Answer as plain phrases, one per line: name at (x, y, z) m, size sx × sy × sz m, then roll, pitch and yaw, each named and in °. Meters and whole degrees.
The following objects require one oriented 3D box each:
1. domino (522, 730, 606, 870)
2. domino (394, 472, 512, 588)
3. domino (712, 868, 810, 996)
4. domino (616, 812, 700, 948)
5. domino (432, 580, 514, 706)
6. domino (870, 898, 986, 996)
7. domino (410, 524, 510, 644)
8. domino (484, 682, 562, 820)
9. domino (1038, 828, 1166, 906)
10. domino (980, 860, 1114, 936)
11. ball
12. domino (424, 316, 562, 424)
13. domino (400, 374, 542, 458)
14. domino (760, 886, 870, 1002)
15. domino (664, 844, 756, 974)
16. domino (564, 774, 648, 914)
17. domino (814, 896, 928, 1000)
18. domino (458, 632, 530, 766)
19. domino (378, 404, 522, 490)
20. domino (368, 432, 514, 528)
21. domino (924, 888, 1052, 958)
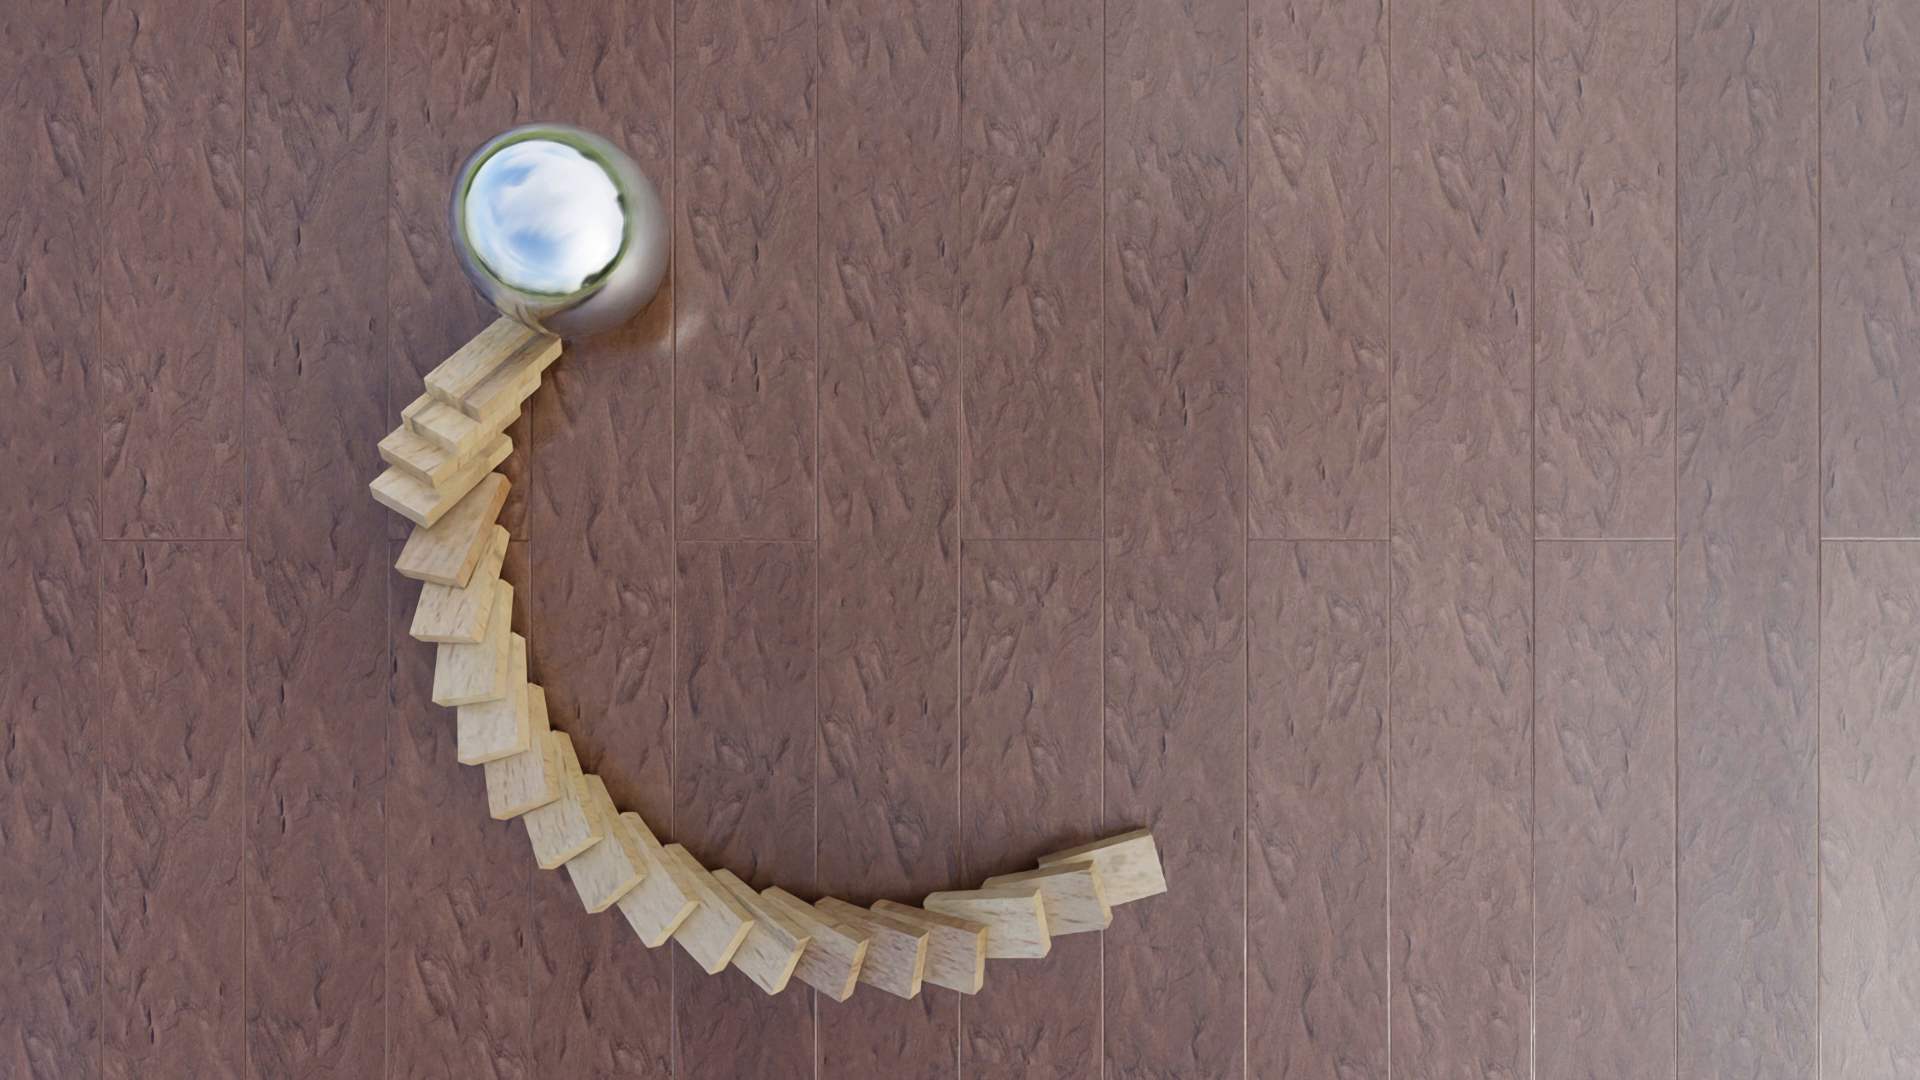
domino at (-0.171, 0.109, 0.385) m, size 0.025 × 0.009 × 0.050 m, roll -32°, pitch 66°, yaw 0°
domino at (-0.212, -0.006, 0.385) m, size 0.025 × 0.009 × 0.050 m, roll 11°, pitch 64°, yaw 0°
domino at (-0.089, 0.164, 0.385) m, size 0.050 × 0.009 × 0.025 m, roll 27°, pitch 90°, yaw 24°
domino at (-0.134, 0.142, 0.385) m, size 0.050 × 0.010 × 0.025 m, roll 42°, pitch 90°, yaw 24°
domino at (-0.204, 0.043, 0.385) m, size 0.025 × 0.010 × 0.050 m, roll -8°, pitch 66°, yaw 0°
domino at (-0.014, 0.170, 0.385) m, size 0.050 × 0.010 × 0.025 m, roll 4°, pitch 90°, yaw 24°
domino at (-0.210, 0.018, 0.386) m, size 0.025 × 0.010 × 0.050 m, roll 2°, pitch 66°, yaw 0°
domino at (-0.186, 0.088, 0.385) m, size 0.025 × 0.009 × 0.050 m, roll -22°, pitch 66°, yaw 0°
domino at (0.061, 0.144, 0.395) m, size 0.050 × 0.010 × 0.025 m, roll -16°, pitch 90°, yaw 0°
domino at (0.036, 0.152, 0.386) m, size 0.050 × 0.010 × 0.025 m, roll -18°, pitch 89°, yaw 22°
ball at (-0.156, -0.121, 0.360) m, size 0.080 × 0.080 × 0.080 m, roll 0°, pitch 90°, yaw 0°
domino at (-0.193, -0.073, 0.381) m, size 0.025 × 0.009 × 0.050 m, roll 29°, pitch 53°, yaw 0°
domino at (-0.202, -0.059, 0.381) m, size 0.025 × 0.010 × 0.050 m, roll 29°, pitch 52°, yaw 0°
domino at (-0.065, 0.169, 0.386) m, size 0.050 × 0.009 × 0.025 m, roll 18°, pitch 90°, yaw 24°
domino at (-0.112, 0.154, 0.385) m, size 0.050 × 0.010 × 0.025 m, roll 33°, pitch 90°, yaw 24°
domino at (-0.154, 0.127, 0.385) m, size 0.025 × 0.009 × 0.050 m, roll -39°, pitch 66°, yaw 1°
domino at (-0.039, 0.171, 0.386) m, size 0.050 × 0.010 × 0.025 m, roll 9°, pitch 90°, yaw 24°
domino at (-0.196, 0.066, 0.385) m, size 0.025 × 0.010 × 0.050 m, roll -15°, pitch 66°, yaw 0°
domino at (-0.211, -0.046, 0.381) m, size 0.025 × 0.009 × 0.050 m, roll 30°, pitch 52°, yaw 0°
domino at (-0.214, -0.030, 0.381) m, size 0.025 × 0.009 × 0.050 m, roll 30°, pitch 52°, yaw 0°
domino at (0.011, 0.162, 0.386) m, size 0.050 × 0.009 × 0.025 m, roll -11°, pitch 90°, yaw 22°
